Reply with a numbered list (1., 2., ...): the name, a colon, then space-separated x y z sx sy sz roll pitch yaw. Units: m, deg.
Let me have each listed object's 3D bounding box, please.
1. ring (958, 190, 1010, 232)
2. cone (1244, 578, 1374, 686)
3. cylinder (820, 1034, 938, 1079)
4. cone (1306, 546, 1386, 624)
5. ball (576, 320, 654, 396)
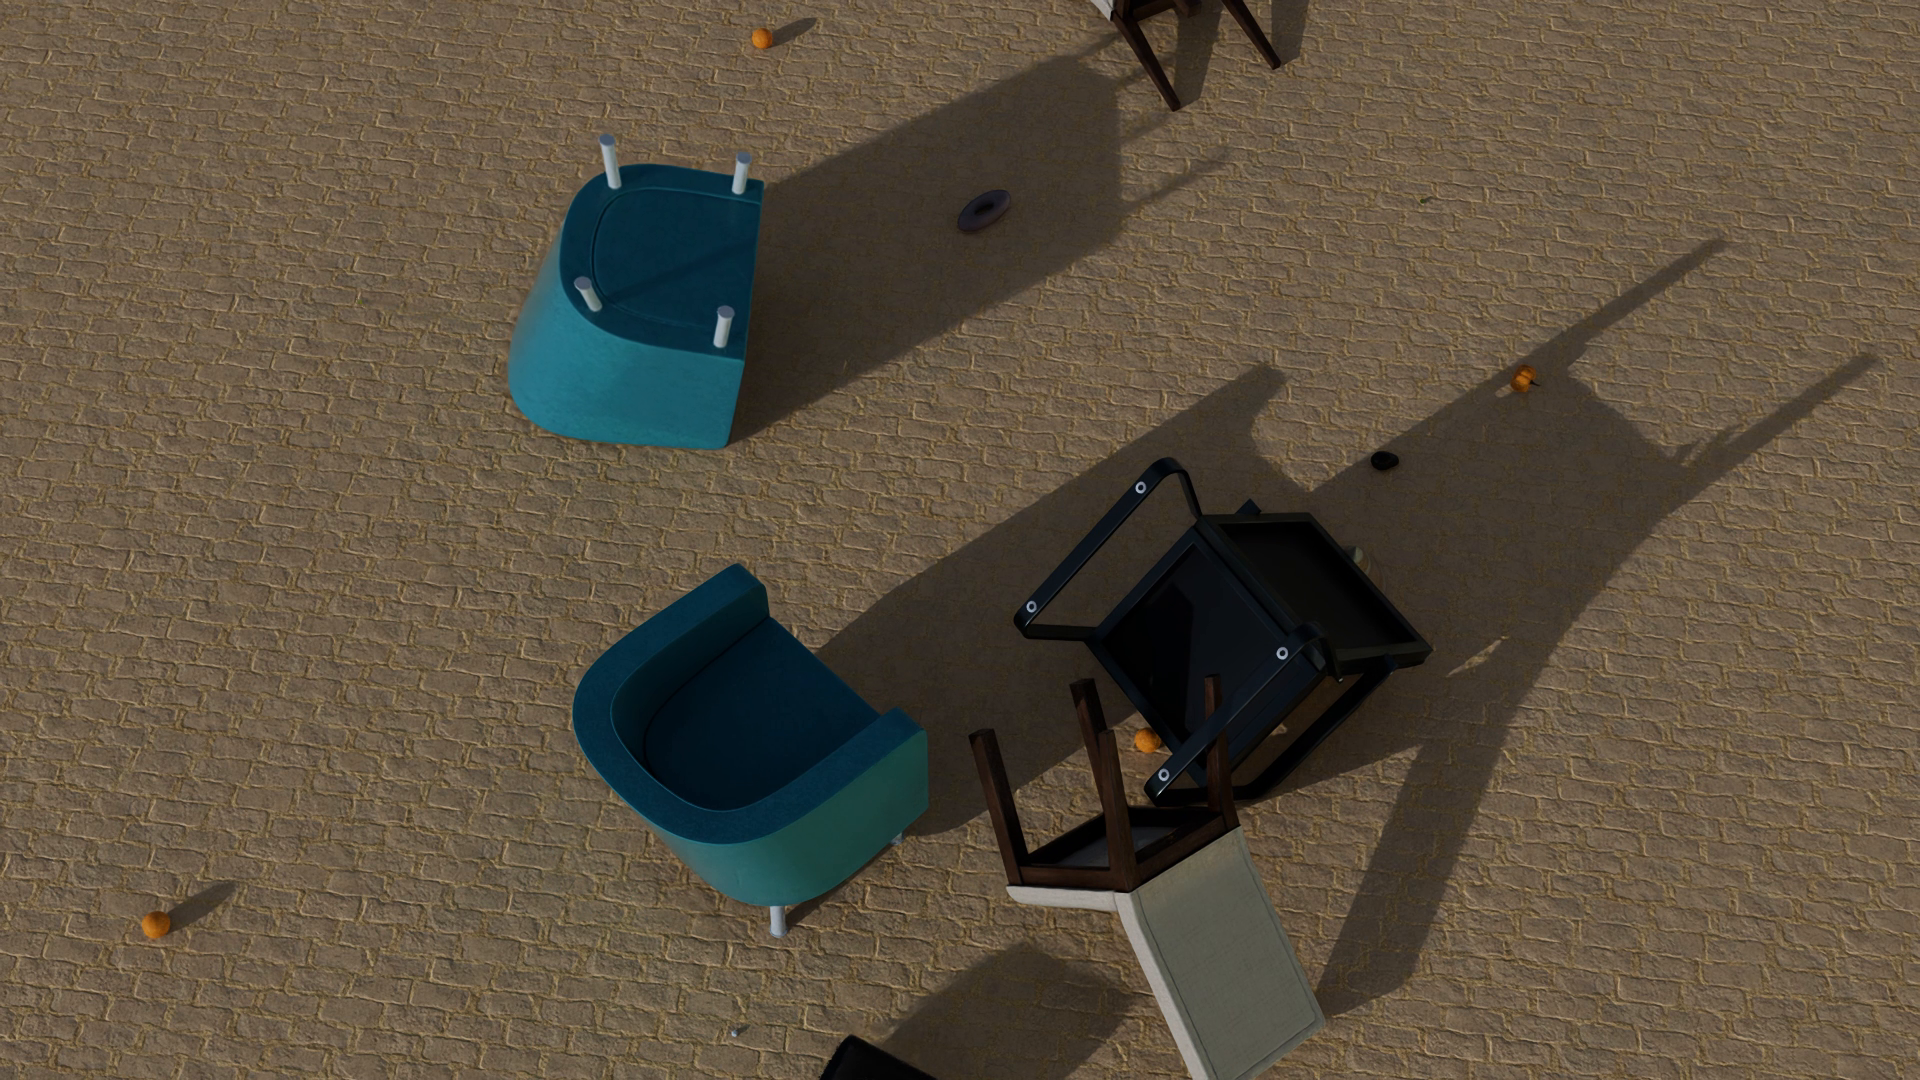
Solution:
1. ring: 0.080 -1.090 7.275 0.220 0.051 0.105 -38 65 -22
2. cone: 1.034 0.303 6.293 0.348 0.276 0.320 15 59 -17
3. cylinder: -0.204 1.435 5.492 0.308 0.191 0.289 24 73 15
4. cone: 1.138 0.073 6.399 0.239 0.209 0.280 10 57 7
5. ball: -1.068 -0.566 6.812 0.236 0.236 0.236 0 56 0
